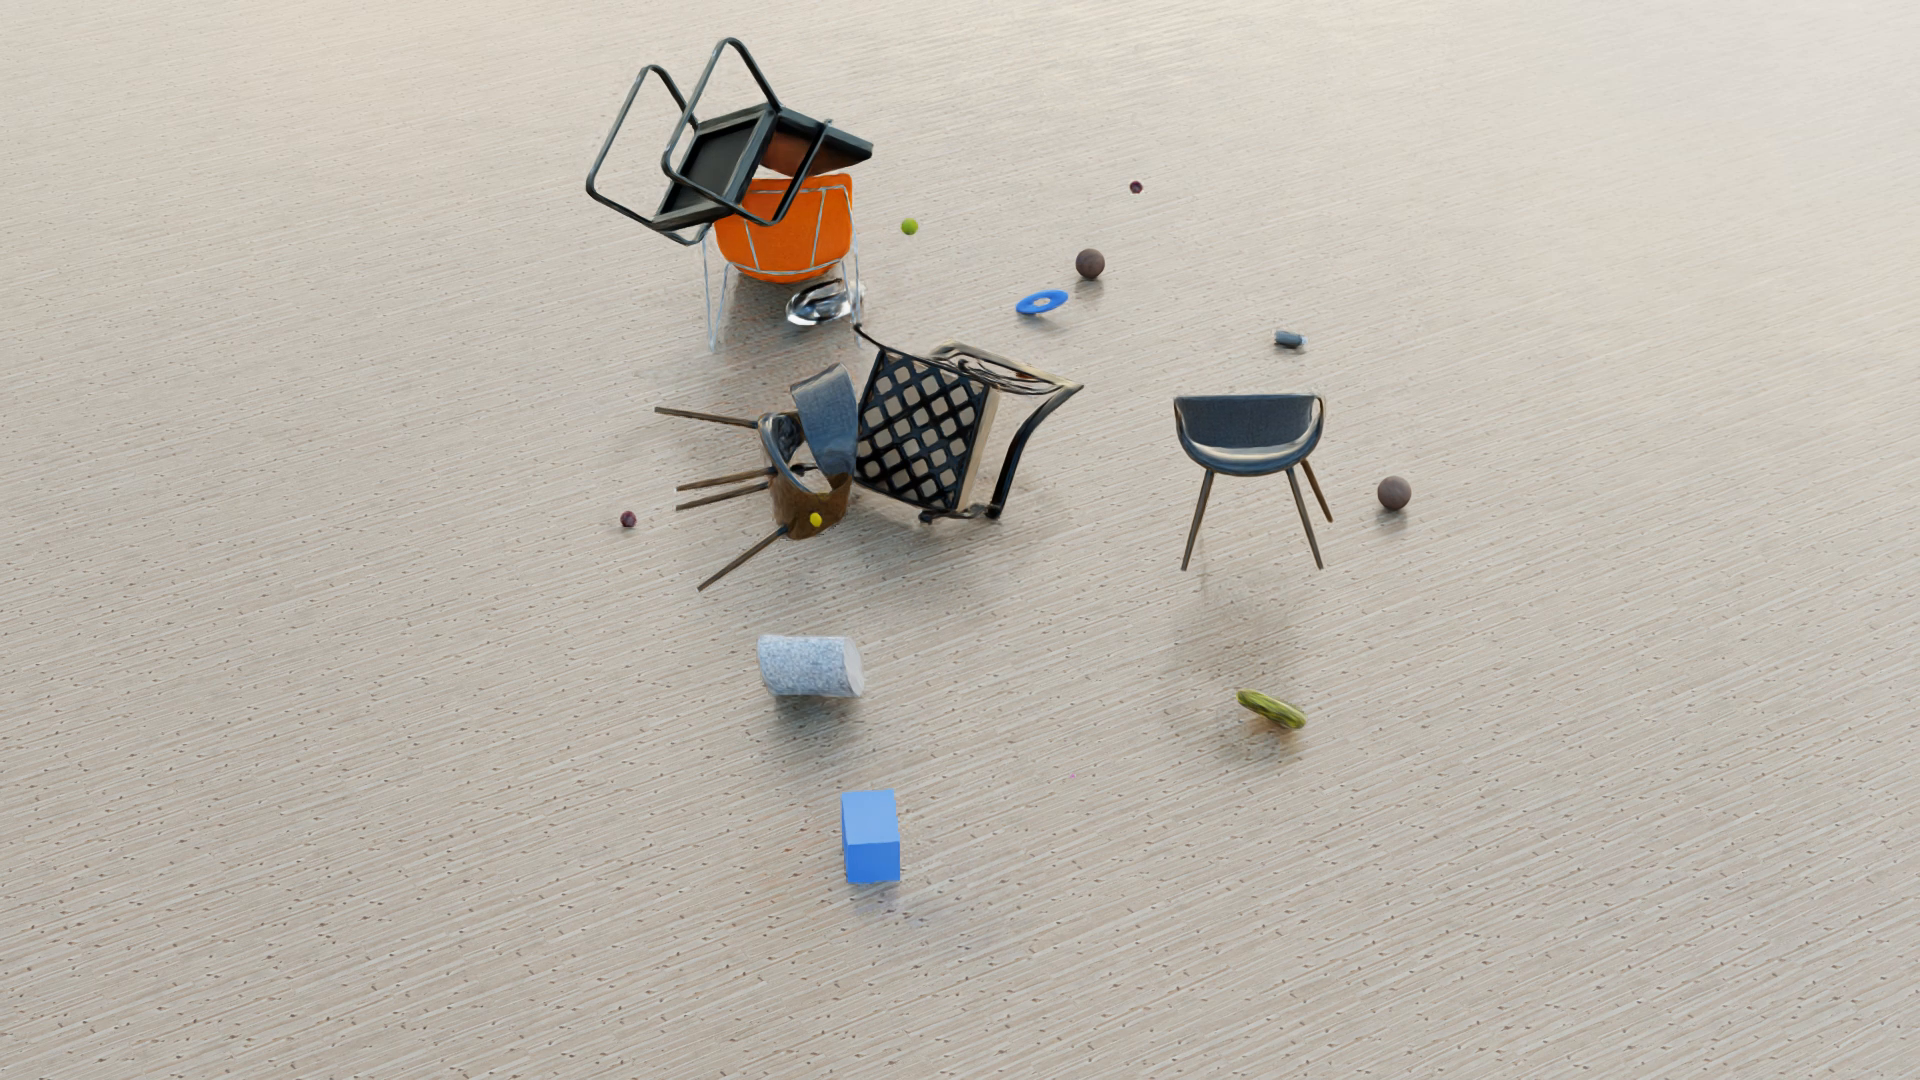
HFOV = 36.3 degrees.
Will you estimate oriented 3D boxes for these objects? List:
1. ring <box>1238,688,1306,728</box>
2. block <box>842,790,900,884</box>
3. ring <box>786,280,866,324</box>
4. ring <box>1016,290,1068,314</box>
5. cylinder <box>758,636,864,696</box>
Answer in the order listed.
[{"bbox_3d":[1.053,0.570,9.922,0.261,0.062,0.216,23,-5,31],"label":"ring"},{"bbox_3d":[-0.284,0.946,9.366,0.166,0.158,0.265,-3,34,-5],"label":"block"},{"bbox_3d":[-0.566,-1.006,12.371,0.408,0.104,0.220,-26,34,-36],"label":"ring"},{"bbox_3d":[0.347,-1.003,12.360,0.242,0.086,0.039,-14,5,19],"label":"ring"},{"bbox_3d":[-0.506,0.430,9.989,0.296,0.329,0.146,0,59,12],"label":"cylinder"}]
